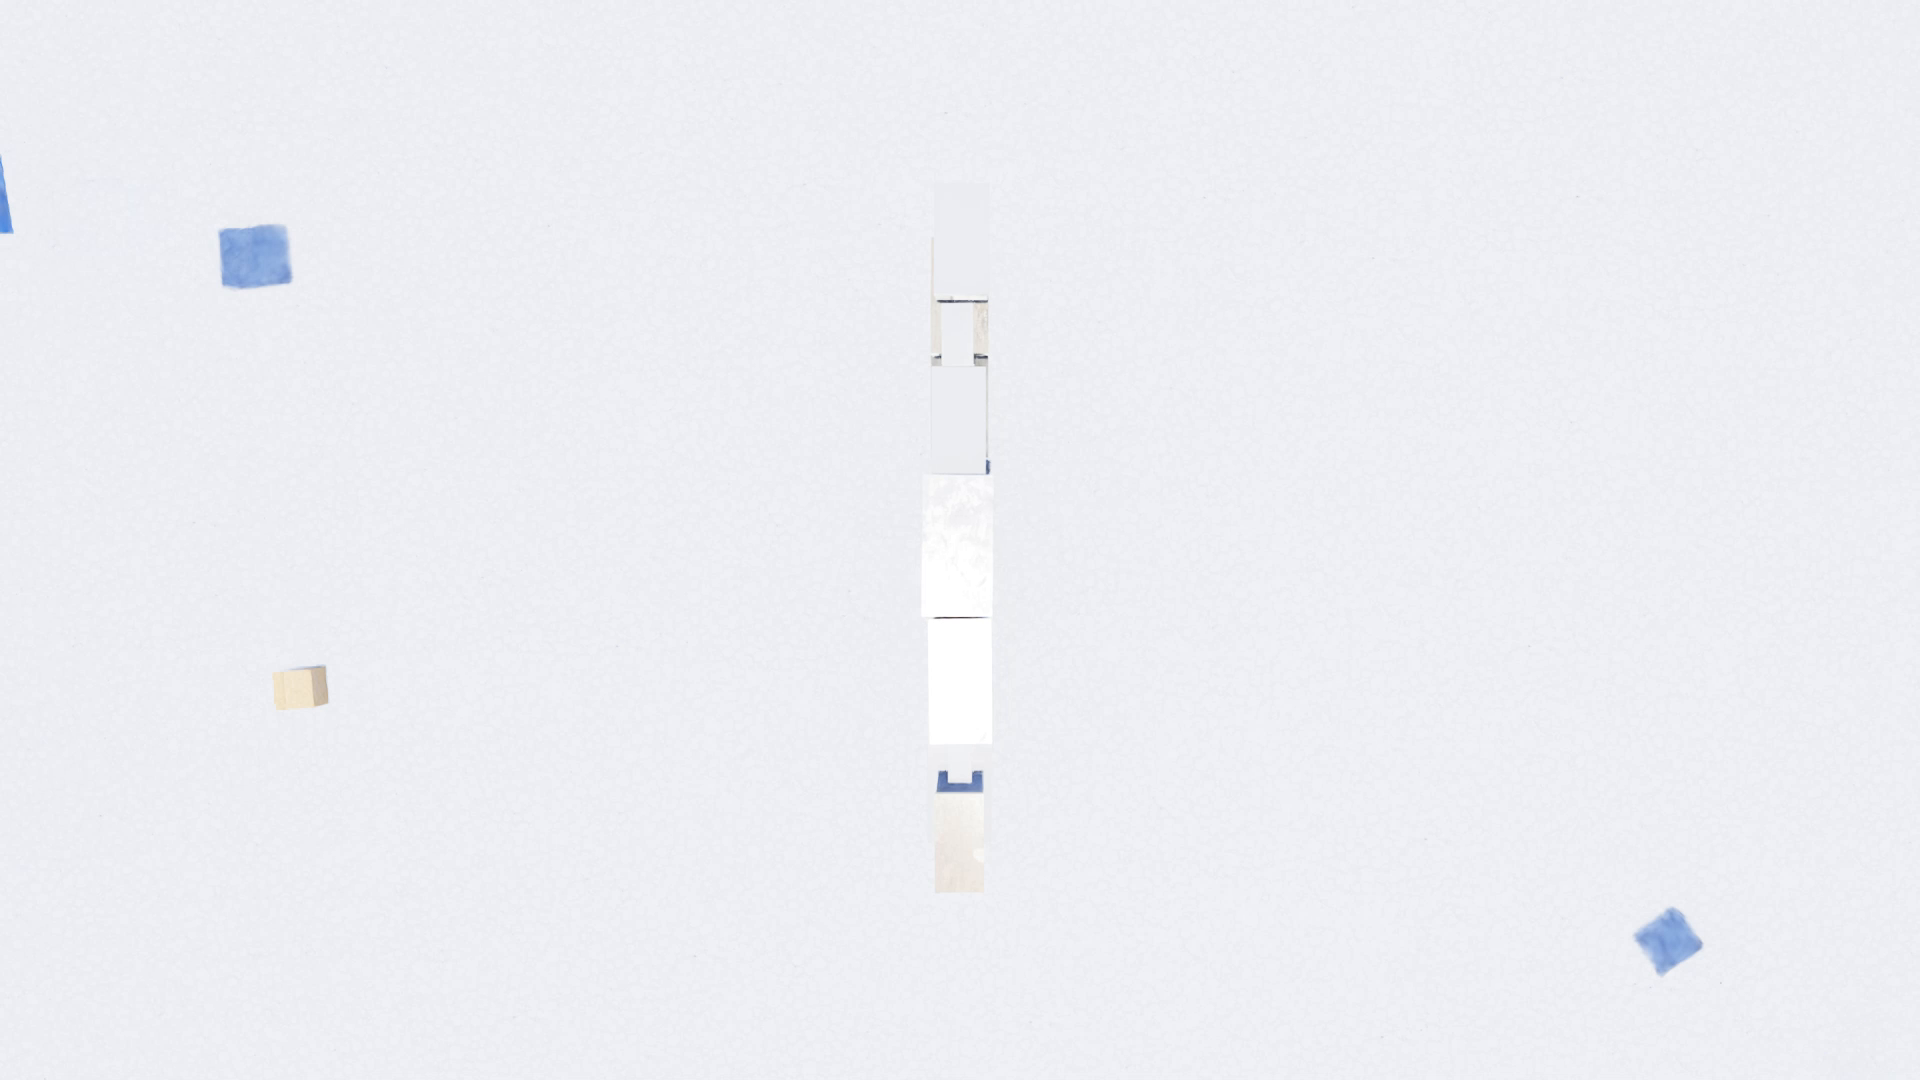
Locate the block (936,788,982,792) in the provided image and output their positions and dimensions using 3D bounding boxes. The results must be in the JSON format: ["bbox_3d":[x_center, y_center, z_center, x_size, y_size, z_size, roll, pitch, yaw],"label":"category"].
[{"bbox_3d":[-0.001,0.686,4.330,0.125,0.249,0.035,0,90,0],"label":"block"}]

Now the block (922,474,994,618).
[{"bbox_3d":[-0.006,0.014,4.157,0.178,0.050,0.356,1,90,0],"label":"block"}]

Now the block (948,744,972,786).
[{"bbox_3d":[0.000,0.580,4.325,0.061,0.017,0.121,1,90,0],"label":"block"}]

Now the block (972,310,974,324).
[{"bbox_3d":[-0.006,-0.584,4.357,0.081,0.163,0.023,0,90,0],"label":"block"}]

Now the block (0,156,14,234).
[{"bbox_3d":[-2.370,-0.816,3.868,0.194,0.194,0.194,-7,99,-14],"label":"block"}]

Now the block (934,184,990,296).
[{"bbox_3d":[0.004,-0.754,4.143,0.138,0.039,0.276,0,90,0],"label":"block"}]

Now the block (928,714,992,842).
[{"bbox_3d":[-0.002,0.645,4.479,0.172,0.049,0.345,0,90,0],"label":"block"}]

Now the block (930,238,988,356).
[{"bbox_3d":[-0.001,-0.659,4.461,0.156,0.044,0.312,0,90,0],"label":"block"}]

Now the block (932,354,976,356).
[{"bbox_3d":[-0.001,-0.555,4.639,0.156,0.312,0.044,0,90,0],"label":"block"}]

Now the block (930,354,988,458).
[{"bbox_3d":[-0.001,-0.411,4.819,0.169,0.048,0.337,0,90,0],"label":"block"}]

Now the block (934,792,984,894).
[{"bbox_3d":[-0.002,0.768,4.188,0.125,0.035,0.249,0,90,0],"label":"block"}]

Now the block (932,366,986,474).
[{"bbox_3d":[-0.004,-0.306,4.242,0.138,0.039,0.276,0,90,0],"label":"block"}]

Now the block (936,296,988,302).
[{"bbox_3d":[0.004,-0.662,4.300,0.138,0.276,0.039,0,90,0],"label":"block"}]

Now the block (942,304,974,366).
[{"bbox_3d":[-0.007,-0.529,4.264,0.081,0.023,0.163,-1,90,0],"label":"block"}]

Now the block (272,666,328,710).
[{"bbox_3d":[-2.174,0.489,5.437,0.125,0.125,0.125,-5,90,0],"label":"block"}]

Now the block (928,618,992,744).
[{"bbox_3d":[0.001,0.352,4.122,0.155,0.044,0.310,-1,90,0],"label":"block"}]

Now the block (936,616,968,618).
[{"bbox_3d":[-0.001,0.224,4.668,0.137,0.039,0.274,0,90,0],"label":"block"}]
